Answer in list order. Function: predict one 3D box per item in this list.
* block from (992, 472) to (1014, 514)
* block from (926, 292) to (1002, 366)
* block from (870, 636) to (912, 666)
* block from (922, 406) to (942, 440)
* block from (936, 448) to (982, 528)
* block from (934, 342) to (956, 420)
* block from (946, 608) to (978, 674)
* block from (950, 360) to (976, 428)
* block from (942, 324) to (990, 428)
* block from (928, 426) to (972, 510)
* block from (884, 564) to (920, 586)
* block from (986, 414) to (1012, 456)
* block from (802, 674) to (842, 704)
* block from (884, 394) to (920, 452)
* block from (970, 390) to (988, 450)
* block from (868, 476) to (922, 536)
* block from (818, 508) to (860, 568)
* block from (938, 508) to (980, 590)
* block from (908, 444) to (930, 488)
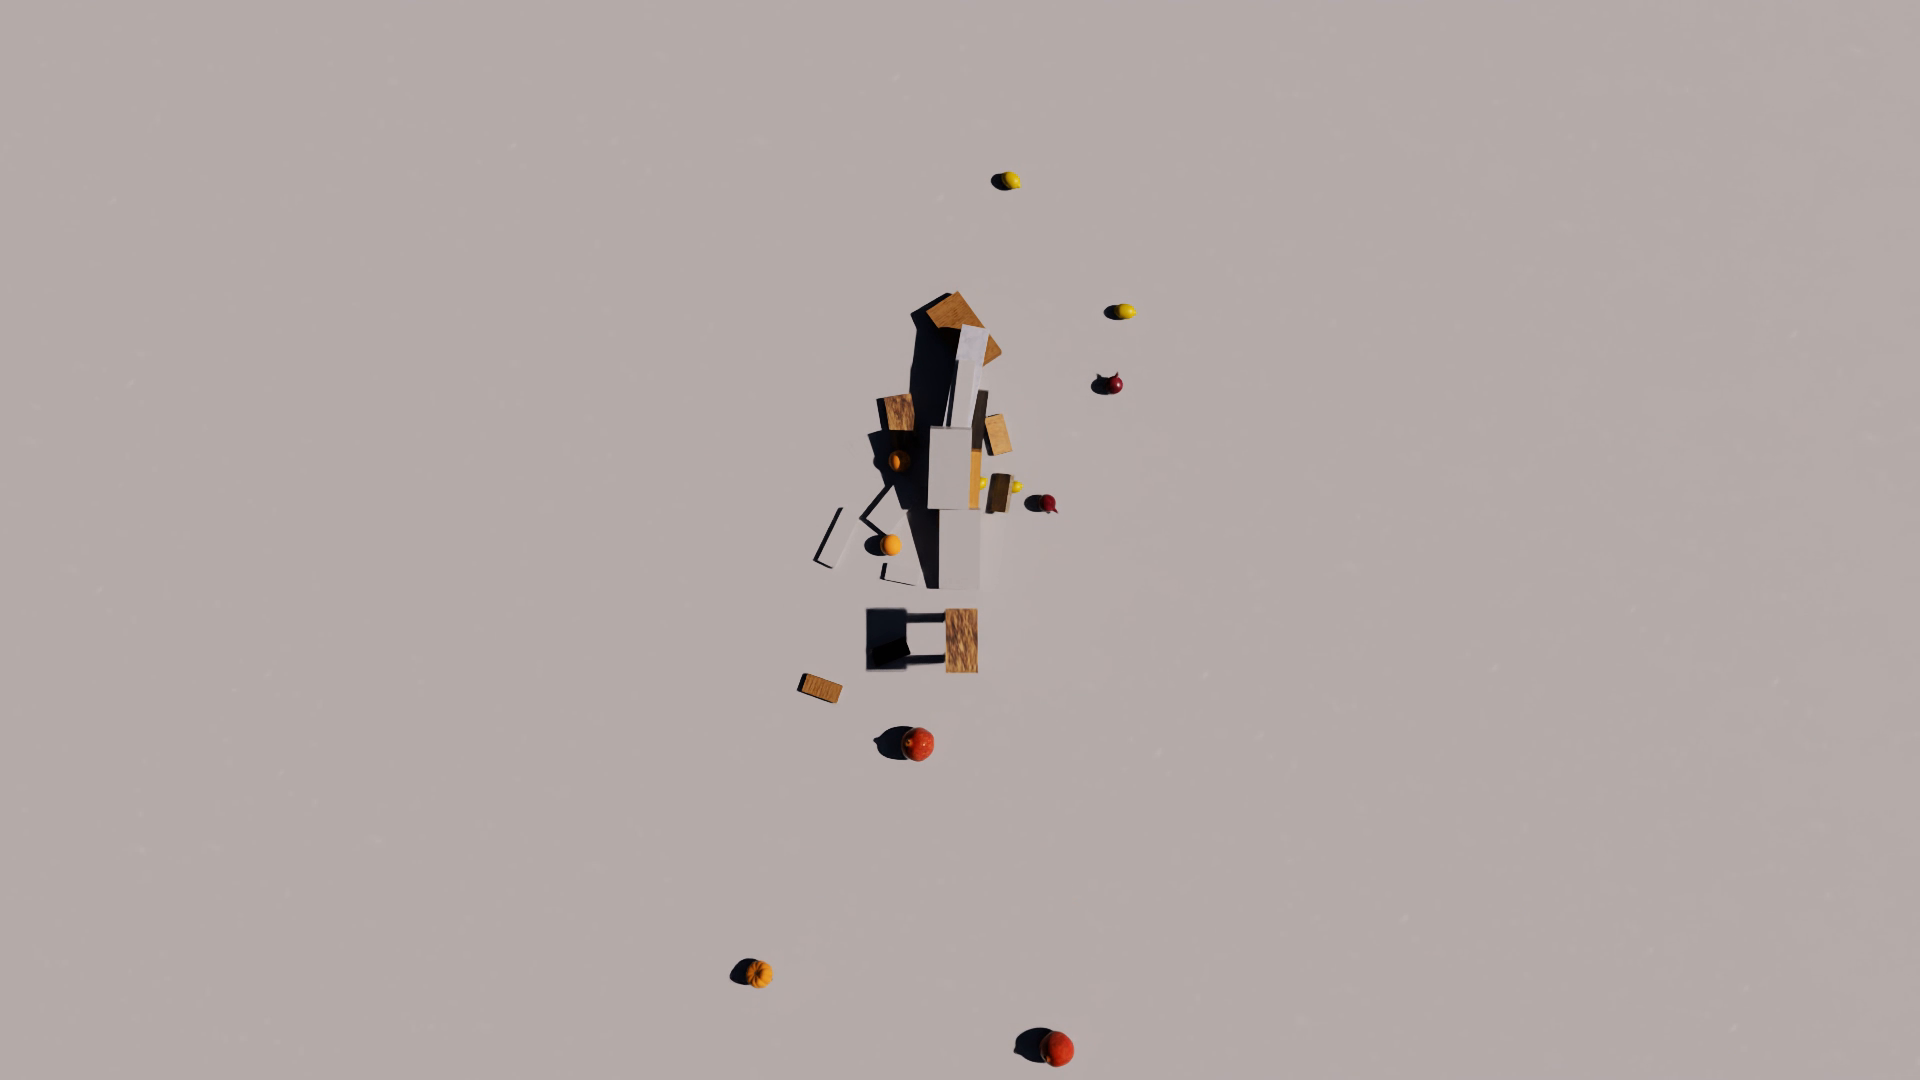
[{"bbox_3d":[0.142,-0.156,5.471,0.064,0.018,0.128,9,90,44],"label":"block"},{"bbox_3d":[0.013,-0.685,5.451,0.127,0.036,0.255,-34,79,-6],"label":"block"},{"bbox_3d":[-0.231,0.372,5.491,0.123,0.017,0.062,-21,90,0],"label":"block"},{"bbox_3d":[-0.090,-0.390,5.492,0.055,0.016,0.111,-10,90,0],"label":"block"},{"bbox_3d":[-0.003,-0.168,5.435,0.135,0.038,0.269,3,108,-1],"label":"block"},{"bbox_3d":[-0.010,-0.531,5.482,0.127,0.036,0.255,-4,90,0],"label":"block"},{"bbox_3d":[0.005,0.322,5.280,0.103,0.029,0.205,0,90,0],"label":"block"},{"bbox_3d":[0.006,-0.441,5.375,0.055,0.016,0.287,7,94,-2],"label":"block"},{"bbox_3d":[0.019,-0.527,5.390,0.091,0.026,0.342,11,94,-2],"label":"block"},{"bbox_3d":[-0.033,-0.234,5.373,0.135,0.038,0.269,2,108,0],"label":"block"},{"bbox_3d":[-0.192,0.114,5.492,0.111,0.016,0.055,11,90,0],"label":"block"},{"bbox_3d":[0.127,-0.351,5.491,0.064,0.018,0.128,-15,90,0],"label":"block"},{"bbox_3d":[-0.459,0.494,5.491,0.123,0.017,0.062,20,90,0],"label":"block"},{"bbox_3d":[-0.192,-0.390,5.487,0.091,0.026,0.182,-10,90,0],"label":"block"},{"bbox_3d":[0.016,-0.374,5.452,0.127,0.036,0.255,6,103,-2],"label":"block"},{"bbox_3d":[-0.218,-0.114,5.487,0.091,0.026,0.182,39,90,0],"label":"block"},{"bbox_3d":[-0.403,-0.007,5.491,0.062,0.017,0.196,26,90,0],"label":"block"},{"bbox_3d":[-0.001,0.028,5.449,0.135,0.038,0.269,1,104,0],"label":"block"},{"bbox_3d":[-0.116,-0.245,5.491,0.064,0.018,0.128,25,90,0],"label":"block"}]
